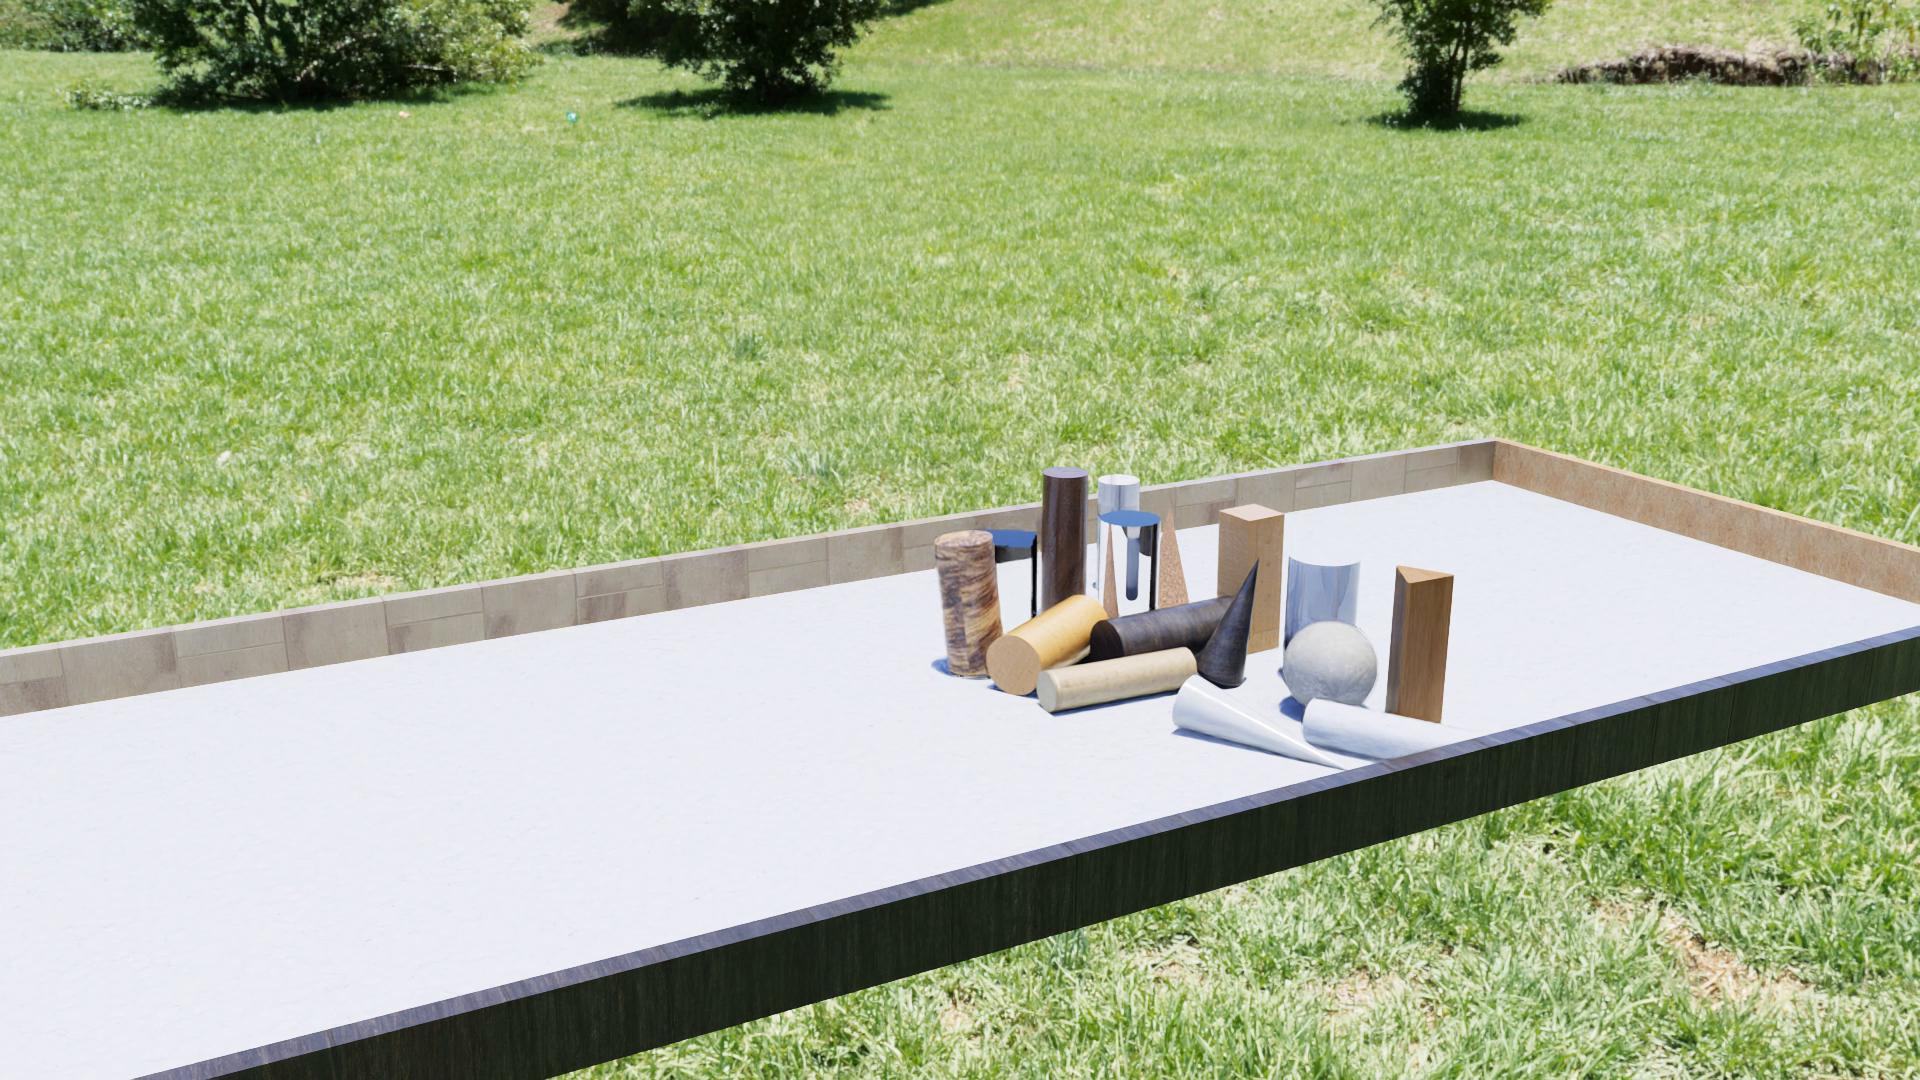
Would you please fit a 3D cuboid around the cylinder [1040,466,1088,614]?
[{"bbox_3d":[0.289,0.014,4.570,0.127,0.416,0.127,0,16,0],"label":"cylinder"}]

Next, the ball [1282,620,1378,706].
[{"bbox_3d":[0.881,0.303,3.929,0.222,0.222,0.222,0,16,0],"label":"ball"}]

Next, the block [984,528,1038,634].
[{"bbox_3d":[0.126,0.138,4.341,0.137,0.302,0.137,3,18,9],"label":"block"}]

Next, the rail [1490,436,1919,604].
[{"bbox_3d":[2.466,-0.048,5.253,0.050,0.150,2.100,-9,18,-27],"label":"rail"}]

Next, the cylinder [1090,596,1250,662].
[{"bbox_3d":[0.541,0.249,4.235,0.398,0.153,0.153,-9,19,-28],"label":"cylinder"}]

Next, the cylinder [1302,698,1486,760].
[{"bbox_3d":[0.980,0.442,3.672,0.418,0.100,0.100,10,19,30],"label":"cylinder"}]

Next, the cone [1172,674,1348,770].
[{"bbox_3d":[0.699,0.443,3.732,0.433,0.130,0.130,22,26,33],"label":"cone"}]

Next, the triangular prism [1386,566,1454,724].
[{"bbox_3d":[1.042,0.253,3.832,0.133,0.374,0.115,-8,18,-26],"label":"triangular prism"}]

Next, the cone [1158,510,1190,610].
[{"bbox_3d":[0.578,0.060,4.583,0.148,0.319,0.148,0,16,0],"label":"cone"}]

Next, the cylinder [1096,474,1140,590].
[{"bbox_3d":[0.461,-0.016,4.824,0.121,0.330,0.121,0,16,0],"label":"cylinder"}]

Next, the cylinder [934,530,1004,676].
[{"bbox_3d":[0.027,0.160,4.180,0.149,0.341,0.149,-6,15,2],"label":"cylinder"}]

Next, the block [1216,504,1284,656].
[{"bbox_3d":[0.763,0.104,4.347,0.119,0.368,0.119,-11,19,-29],"label":"block"}]

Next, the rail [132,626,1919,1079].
[{"bbox_3d":[-2.336,1.006,1.665,12.000,0.150,0.050,-9,18,-27],"label":"rail"}]

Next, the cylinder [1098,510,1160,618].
[{"bbox_3d":[0.442,0.115,4.330,0.158,0.357,0.158,0,16,0],"label":"cylinder"}]

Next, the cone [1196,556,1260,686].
[{"bbox_3d":[0.693,0.188,4.099,0.130,0.323,0.130,15,17,-5],"label":"cone"}]

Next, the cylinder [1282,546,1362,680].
[{"bbox_3d":[0.901,0.194,4.120,0.176,0.325,0.176,0,16,0],"label":"cylinder"}]

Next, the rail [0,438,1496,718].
[{"bbox_3d":[-3.305,0.497,3.399,12.000,0.150,0.050,-9,18,-27],"label":"rail"}]

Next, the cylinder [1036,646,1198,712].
[{"bbox_3d":[0.384,0.339,4.024,0.394,0.100,0.100,-8,18,-24],"label":"cylinder"}]

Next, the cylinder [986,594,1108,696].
[{"bbox_3d":[0.228,0.263,4.186,0.155,0.155,0.368,10,19,30],"label":"cylinder"}]
